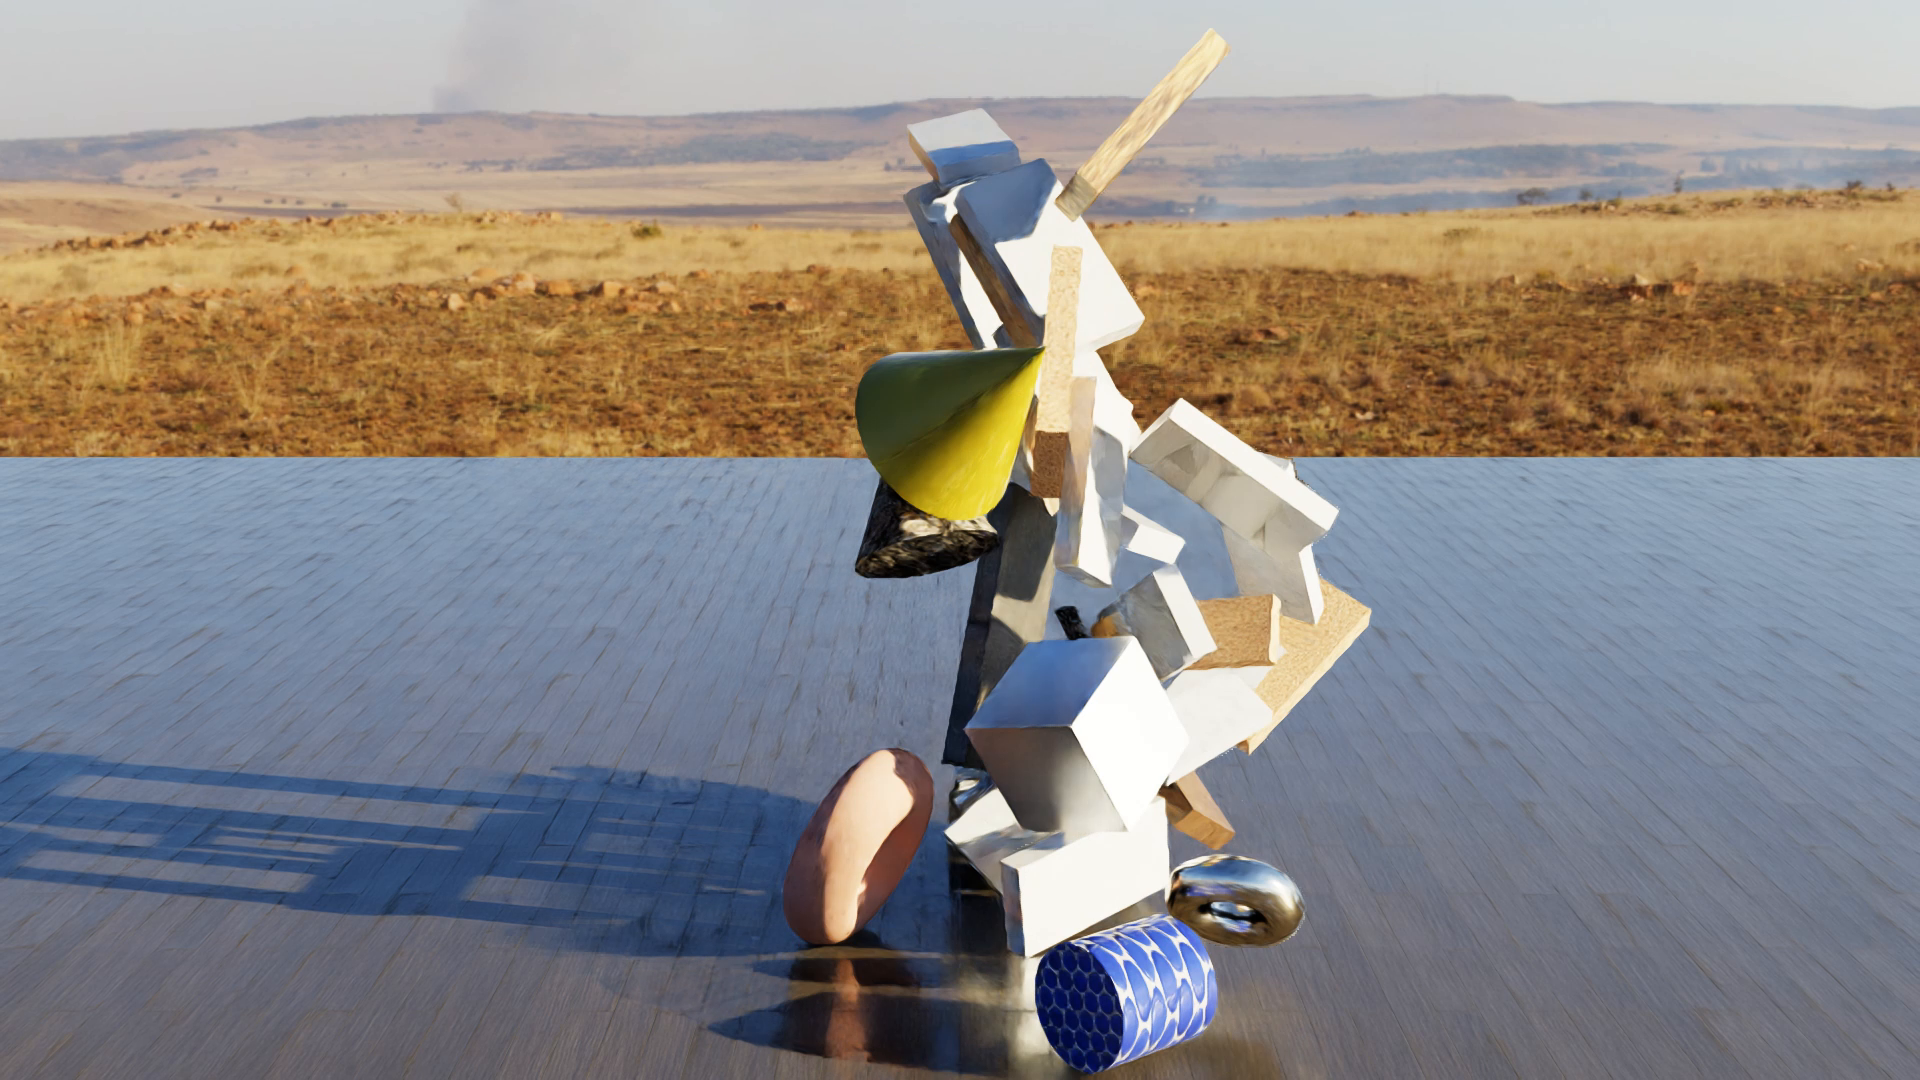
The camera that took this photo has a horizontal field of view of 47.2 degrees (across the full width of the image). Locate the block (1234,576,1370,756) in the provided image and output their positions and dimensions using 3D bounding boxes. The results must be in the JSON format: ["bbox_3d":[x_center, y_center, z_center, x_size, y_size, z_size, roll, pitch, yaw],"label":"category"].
[{"bbox_3d":[0.547,0.203,3.868,0.172,0.049,0.344,35,65,27],"label":"block"}]

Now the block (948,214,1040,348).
[{"bbox_3d":[0.111,-0.436,3.654,0.142,0.284,0.040,-22,-17,-22],"label":"block"}]

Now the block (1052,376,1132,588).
[{"bbox_3d":[0.211,-0.090,3.469,0.043,0.304,0.152,0,-13,26],"label":"block"}]

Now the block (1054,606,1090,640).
[{"bbox_3d":[0.203,0.166,3.728,0.016,0.115,0.058,-30,6,-16],"label":"block"}]

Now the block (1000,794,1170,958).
[{"bbox_3d":[0.200,0.523,3.456,0.310,0.155,0.044,-20,25,-35],"label":"block"}]

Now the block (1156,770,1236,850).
[{"bbox_3d":[0.334,0.370,3.672,0.155,0.044,0.310,34,18,-50],"label":"block"}]

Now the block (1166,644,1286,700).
[{"bbox_3d":[0.442,0.242,3.771,0.114,0.228,0.032,40,-11,8],"label":"block"}]

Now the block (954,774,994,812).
[{"bbox_3d":[0.128,0.435,3.839,0.248,0.124,0.035,-35,14,0],"label":"block"}]

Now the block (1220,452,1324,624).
[{"bbox_3d":[0.507,-0.006,3.643,0.137,0.039,0.465,17,-25,25],"label":"block"}]

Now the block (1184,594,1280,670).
[{"bbox_3d":[0.428,0.159,3.723,0.228,0.114,0.032,-6,-22,31],"label":"block"}]

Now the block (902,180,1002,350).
[{"bbox_3d":[0.050,-0.444,3.803,0.142,0.395,0.040,-26,3,-28],"label":"block"}]

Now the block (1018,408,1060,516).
[{"bbox_3d":[0.158,-0.193,3.758,0.137,0.274,0.039,-29,25,-11],"label":"block"}]

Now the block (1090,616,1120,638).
[{"bbox_3d":[0.261,0.189,3.705,0.016,0.115,0.058,-22,-12,-23],"label":"block"}]

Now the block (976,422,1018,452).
[{"bbox_3d":[0.087,-0.182,3.925,0.088,0.025,0.176,21,7,9],"label":"block"}]

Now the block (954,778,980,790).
[{"bbox_3d":[0.013,0.482,3.963,0.051,0.102,0.014,-4,7,-40],"label":"block"}]

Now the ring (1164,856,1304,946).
[{"bbox_3d":[0.396,0.523,3.184,0.203,0.203,0.068,3,54,15],"label":"ring"}]

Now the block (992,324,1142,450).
[{"bbox_3d":[0.179,-0.254,3.651,0.137,0.274,0.039,-25,-9,-23],"label":"block"}]

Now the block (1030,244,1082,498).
[{"bbox_3d":[0.149,-0.260,3.381,0.047,0.362,0.167,5,-34,2],"label":"block"}]

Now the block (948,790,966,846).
[{"bbox_3d":[0.004,0.494,3.905,0.051,0.102,0.014,0,10,-3],"label":"block"}]

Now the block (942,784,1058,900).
[{"bbox_3d":[0.137,0.434,3.633,0.310,0.155,0.044,-43,-2,-12],"label":"block"}]

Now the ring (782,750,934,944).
[{"bbox_3d":[-0.157,0.479,3.433,0.111,0.334,0.334,29,20,17],"label":"ring"}]

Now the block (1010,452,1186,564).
[{"bbox_3d":[0.221,-0.068,3.928,0.344,0.049,0.172,32,9,33],"label":"block"}]

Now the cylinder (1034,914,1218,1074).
[{"bbox_3d":[0.227,0.621,3.018,0.177,0.177,0.177,-9,13,-39],"label":"cylinder"}]

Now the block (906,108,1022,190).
[{"bbox_3d":[0.004,-0.685,3.835,0.142,0.040,0.284,-14,27,-6],"label":"block"}]

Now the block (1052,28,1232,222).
[{"bbox_3d":[0.292,-0.665,3.539,0.047,0.334,0.167,42,-13,-2],"label":"block"}]

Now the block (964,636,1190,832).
[{"bbox_3d":[0.184,0.304,3.434,0.213,0.213,0.213,-6,33,41],"label":"block"}]

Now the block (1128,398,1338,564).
[{"bbox_3d":[0.426,-0.090,3.444,0.304,0.043,0.152,35,-29,-5],"label":"block"}]

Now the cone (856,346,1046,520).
[{"bbox_3d":[0.042,-0.213,3.169,0.279,0.279,0.279,-9,-18,-41],"label":"cone"}]

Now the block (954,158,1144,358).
[{"bbox_3d":[0.145,-0.460,3.623,0.167,0.334,0.047,-24,-16,-22],"label":"block"}]

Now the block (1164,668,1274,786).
[{"bbox_3d":[0.391,0.304,3.612,0.228,0.032,0.114,-27,55,-27],"label":"block"}]

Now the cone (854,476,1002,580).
[{"bbox_3d":[-0.074,-0.088,3.488,0.237,0.237,0.237,-12,-15,-3],"label":"cone"}]

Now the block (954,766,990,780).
[{"bbox_3d":[0.044,0.422,3.938,0.102,0.014,0.051,8,-6,44],"label":"block"}]

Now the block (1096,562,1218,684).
[{"bbox_3d":[0.318,0.149,3.600,0.043,0.152,0.304,-22,-8,-18],"label":"block"}]

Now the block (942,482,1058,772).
[{"bbox_3d":[0.083,0.162,3.968,0.049,0.511,0.172,6,-7,37],"label":"block"}]
